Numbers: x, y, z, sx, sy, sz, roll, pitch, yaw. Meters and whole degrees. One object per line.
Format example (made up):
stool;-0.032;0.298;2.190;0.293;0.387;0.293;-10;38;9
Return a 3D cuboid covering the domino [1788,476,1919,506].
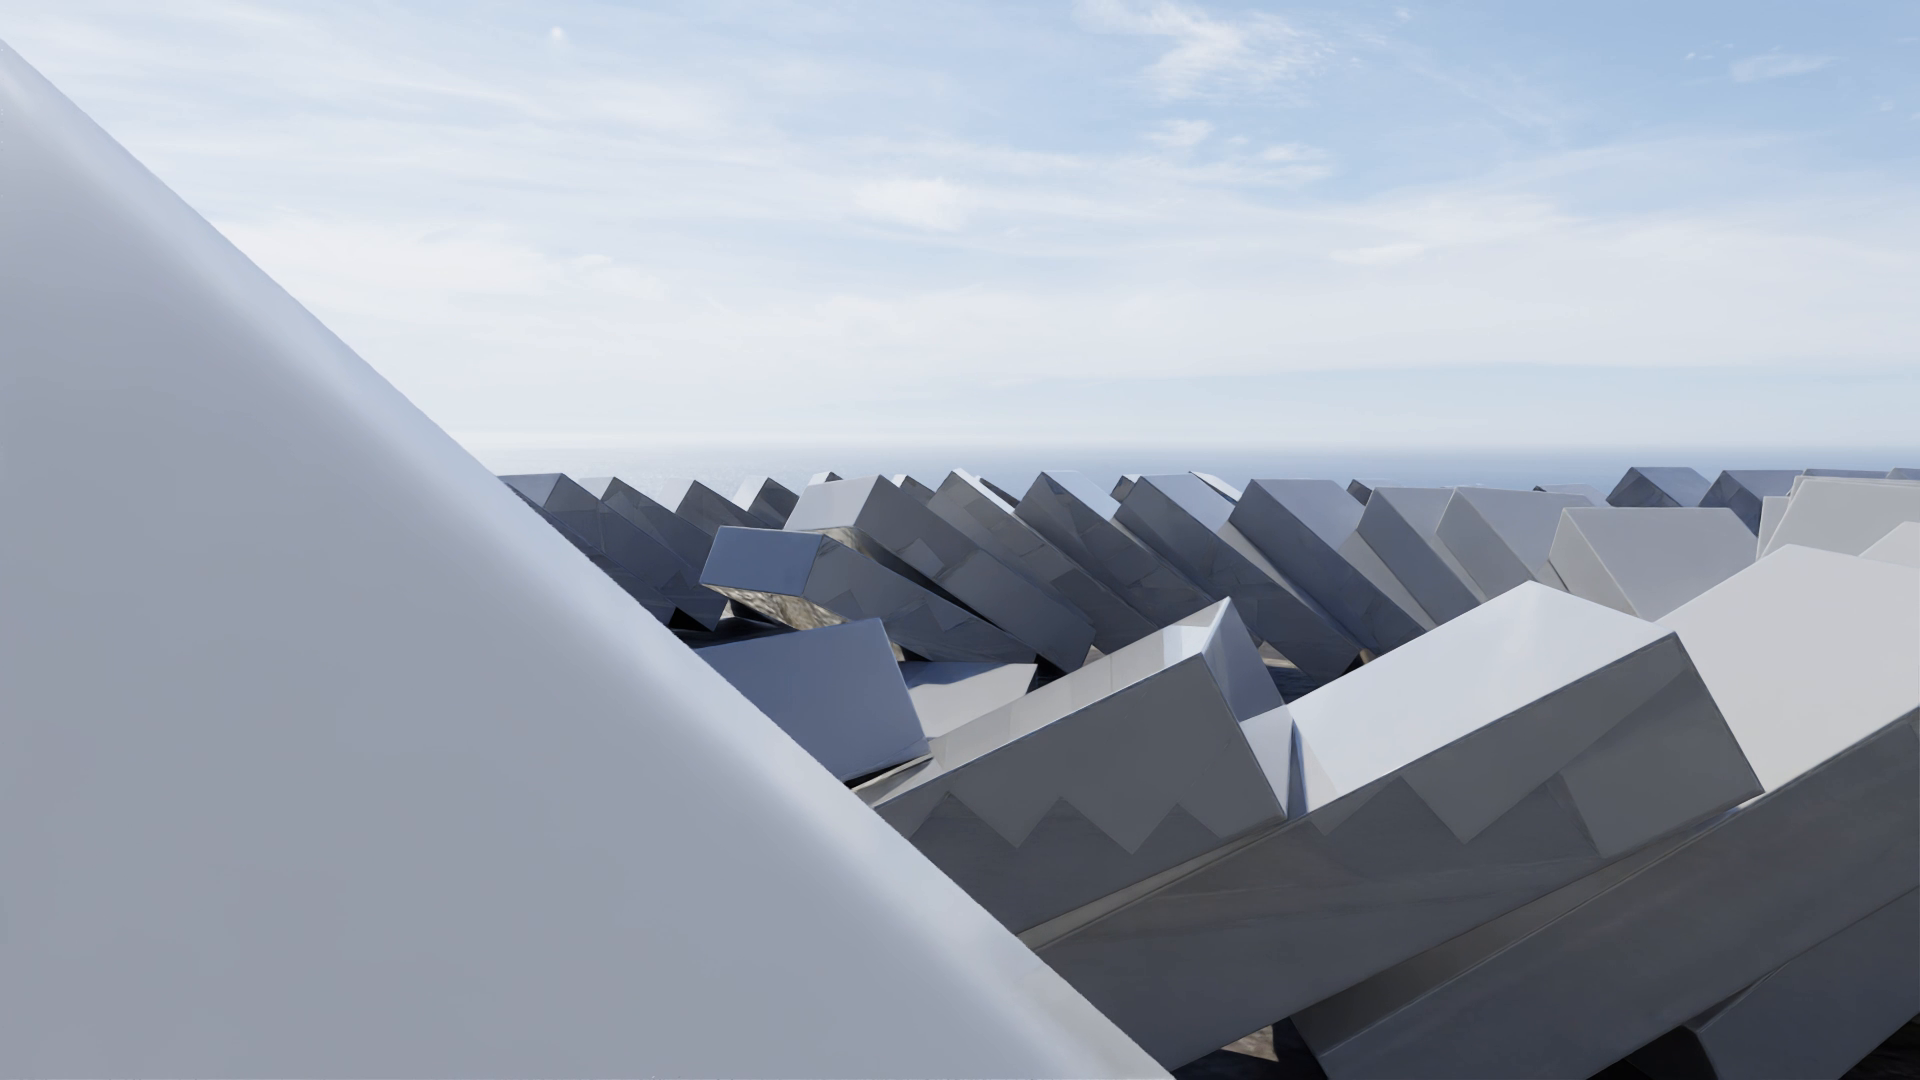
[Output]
domino;0.099;0.013;0.135;0.025;0.010;0.050;6;44;39

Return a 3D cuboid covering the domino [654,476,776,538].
domino;-0.048;0.002;0.307;0.050;0.010;0.025;33;-10;-24

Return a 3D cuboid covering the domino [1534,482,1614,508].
domino;0.154;0.004;0.289;0.025;0.009;0.050;-3;35;-39

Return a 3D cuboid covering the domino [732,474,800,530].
domino;-0.031;0.001;0.316;0.050;0.009;0.025;33;-8;-19

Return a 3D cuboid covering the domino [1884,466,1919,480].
domino;0.193;0.006;0.231;0.025;0.010;0.050;2;39;-14

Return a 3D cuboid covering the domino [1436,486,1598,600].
domino;0.098;0.010;0.200;0.025;0.009;0.050;3;35;-14

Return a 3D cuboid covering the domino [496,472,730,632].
domino;-0.076;0.003;0.277;0.025;0.010;0.050;1;-30;40

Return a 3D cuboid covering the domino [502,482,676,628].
domino;-0.084;0.005;0.262;0.025;0.009;0.050;3;-28;35

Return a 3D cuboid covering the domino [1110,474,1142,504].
domino;0.064;0.000;0.337;0.050;0.009;0.025;34;13;15

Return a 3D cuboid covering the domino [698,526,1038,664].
domino;-0.013;0.012;0.203;0.025;0.009;0.050;4;-19;45

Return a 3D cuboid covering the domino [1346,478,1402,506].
domino;0.120;0.002;0.316;0.050;0.009;0.025;40;26;32

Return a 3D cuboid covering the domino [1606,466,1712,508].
domino;0.167;0.003;0.275;0.025;0.010;0.050;-2;41;-34

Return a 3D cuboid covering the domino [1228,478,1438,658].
domino;0.075;0.007;0.232;0.025;0.010;0.050;-2;38;-39

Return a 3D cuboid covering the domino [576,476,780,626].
domino;-0.065;0.003;0.295;0.050;0.010;0.025;35;-17;-29

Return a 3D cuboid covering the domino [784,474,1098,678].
domino;-0.003;0.007;0.219;0.050;0.010;0.025;36;-21;-27

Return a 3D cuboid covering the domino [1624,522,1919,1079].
domino;0.063;0.018;0.092;0.050;0.009;0.025;-33;14;-8

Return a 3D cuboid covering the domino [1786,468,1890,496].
domino;0.187;0.005;0.247;0.025;0.009;0.050;1;39;-18

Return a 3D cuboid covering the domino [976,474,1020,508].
domino;0.024;0.000;0.335;0.050;0.009;0.025;31;3;-4

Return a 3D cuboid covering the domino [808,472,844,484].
domino;-0.016;0.000;0.324;0.050;0.010;0.025;32;-7;-14

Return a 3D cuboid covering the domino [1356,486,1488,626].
domino;0.092;0.009;0.217;0.025;0.010;0.050;1;35;-18

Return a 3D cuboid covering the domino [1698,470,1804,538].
domino;0.179;0.004;0.261;0.025;0.009;0.050;-2;40;-23

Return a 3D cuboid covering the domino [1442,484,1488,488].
domino;0.138;0.004;0.302;0.025;0.010;0.050;-5;35;-47

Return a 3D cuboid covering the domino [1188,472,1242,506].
domino;0.081;0.000;0.334;0.050;0.009;0.025;36;14;21

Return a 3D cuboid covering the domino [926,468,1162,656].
domino;0.016;0.006;0.239;0.050;0.009;0.025;37;6;0

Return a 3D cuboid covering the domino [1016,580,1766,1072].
domino;0.019;0.020;0.082;0.050;0.010;0.025;-29;0;9

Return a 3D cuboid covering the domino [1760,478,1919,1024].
domino;0.078;0.015;0.109;0.025;0.009;0.050;10;47;49

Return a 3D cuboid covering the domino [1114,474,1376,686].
domino;0.055;0.006;0.238;0.050;0.010;0.025;41;23;23

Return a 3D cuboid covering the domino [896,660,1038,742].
domino;-0.004;0.025;0.170;0.025;0.010;0.050;1;4;7

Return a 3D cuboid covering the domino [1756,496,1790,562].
domino;0.107;0.014;0.150;0.025;0.010;0.050;3;39;35

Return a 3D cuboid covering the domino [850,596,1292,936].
domino;-0.004;0.020;0.084;0.050;0.010;0.025;-28;-3;15

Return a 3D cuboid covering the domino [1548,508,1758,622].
domino;0.104;0.013;0.176;0.025;0.009;0.050;0;34;1

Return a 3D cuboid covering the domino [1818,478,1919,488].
domino;0.089;0.014;0.121;0.025;0.009;0.050;8;46;45

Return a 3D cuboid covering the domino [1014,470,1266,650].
domino;0.036;0.006;0.242;0.050;0.009;0.025;39;15;14

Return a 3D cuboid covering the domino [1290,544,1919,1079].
domino;0.043;0.019;0.084;0.050;0.009;0.025;-31;8;1

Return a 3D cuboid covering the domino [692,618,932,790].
domino;-0.029;0.020;0.087;0.050;0.010;0.025;-30;-14;33

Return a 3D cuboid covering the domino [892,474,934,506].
domino;0.004;0.000;0.330;0.050;0.009;0.025;32;-2;-9
